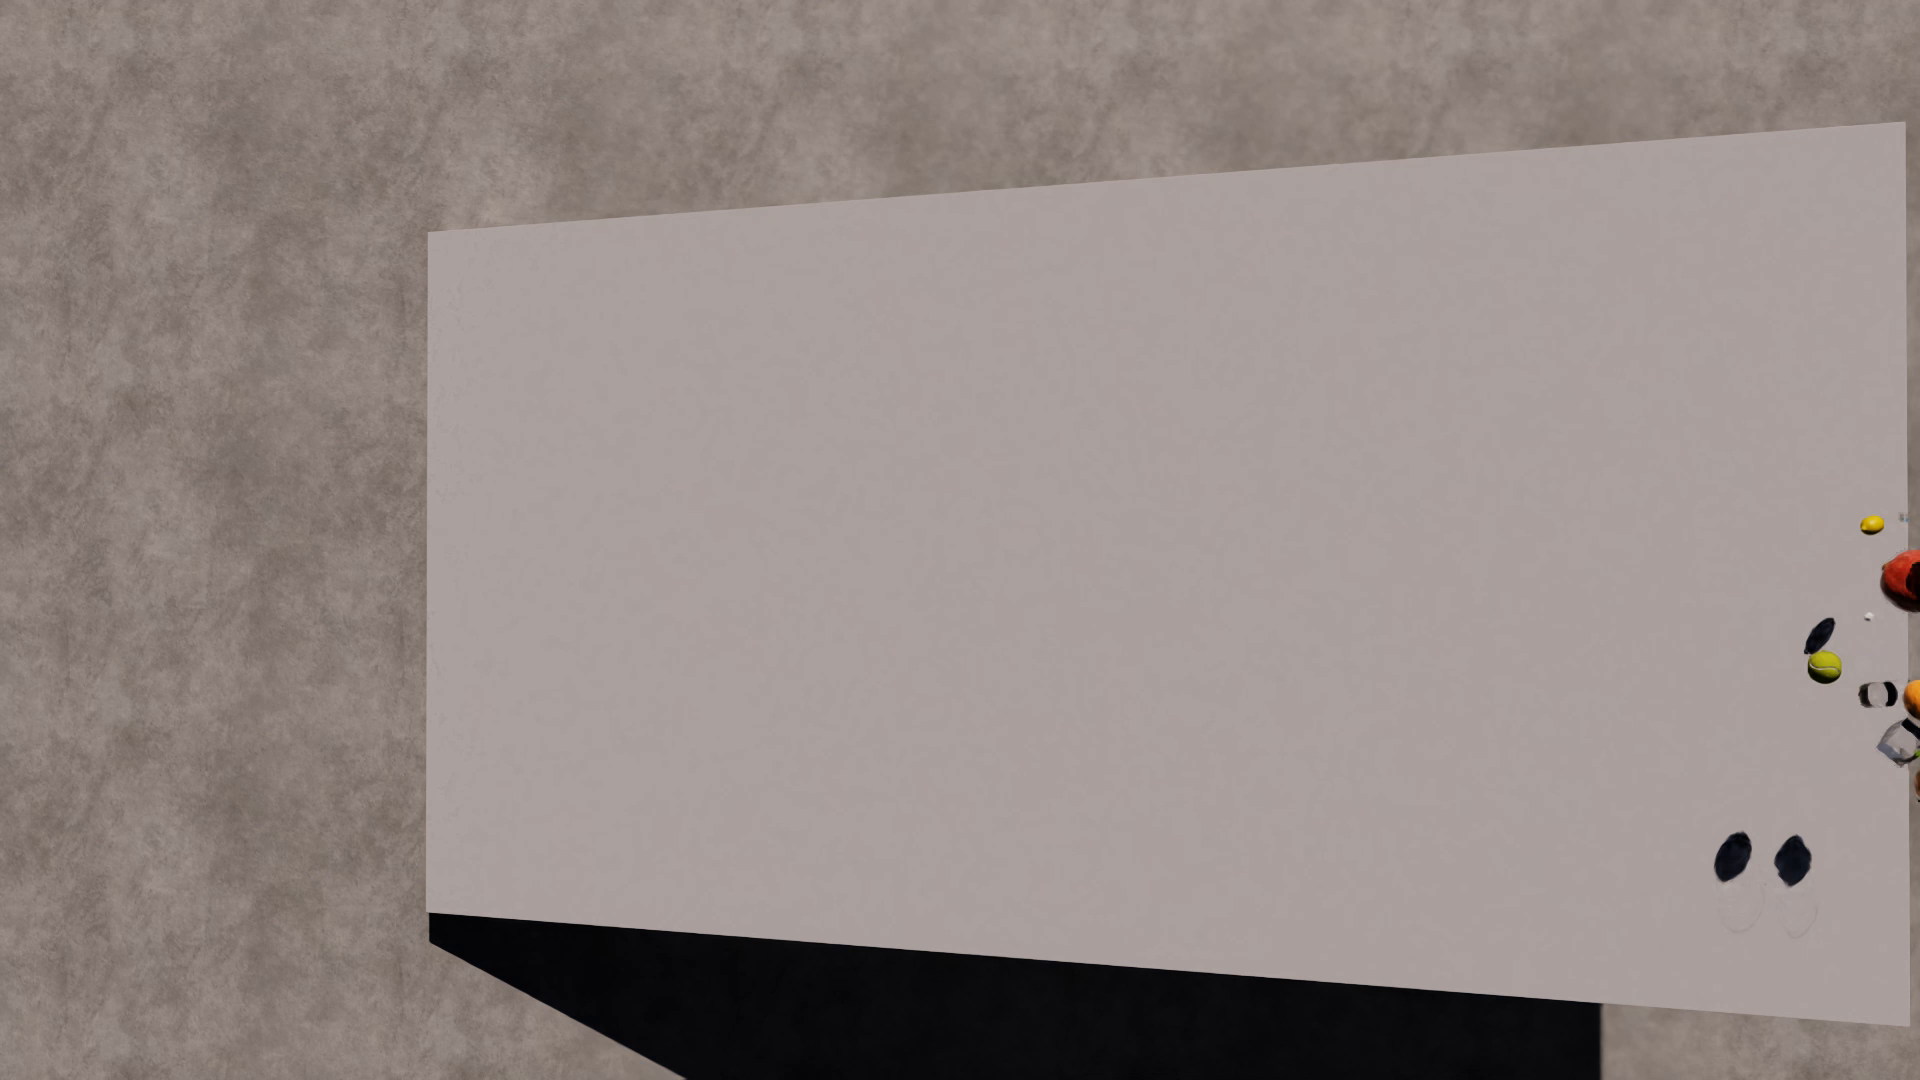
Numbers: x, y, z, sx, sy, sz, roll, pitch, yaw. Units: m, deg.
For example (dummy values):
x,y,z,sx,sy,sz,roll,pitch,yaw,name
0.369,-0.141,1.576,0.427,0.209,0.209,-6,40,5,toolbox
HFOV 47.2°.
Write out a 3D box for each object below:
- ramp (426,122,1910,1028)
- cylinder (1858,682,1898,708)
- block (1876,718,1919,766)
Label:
x,y,z,sx,sy,sz,roll,pitch,yaw,name
0.283,0.084,5.708,4.000,0.100,2.000,0,89,24,ramp
1.922,0.324,4.604,0.054,0.054,0.054,4,82,-26,cylinder
1.754,0.376,4.089,0.056,0.056,0.056,40,70,7,block
